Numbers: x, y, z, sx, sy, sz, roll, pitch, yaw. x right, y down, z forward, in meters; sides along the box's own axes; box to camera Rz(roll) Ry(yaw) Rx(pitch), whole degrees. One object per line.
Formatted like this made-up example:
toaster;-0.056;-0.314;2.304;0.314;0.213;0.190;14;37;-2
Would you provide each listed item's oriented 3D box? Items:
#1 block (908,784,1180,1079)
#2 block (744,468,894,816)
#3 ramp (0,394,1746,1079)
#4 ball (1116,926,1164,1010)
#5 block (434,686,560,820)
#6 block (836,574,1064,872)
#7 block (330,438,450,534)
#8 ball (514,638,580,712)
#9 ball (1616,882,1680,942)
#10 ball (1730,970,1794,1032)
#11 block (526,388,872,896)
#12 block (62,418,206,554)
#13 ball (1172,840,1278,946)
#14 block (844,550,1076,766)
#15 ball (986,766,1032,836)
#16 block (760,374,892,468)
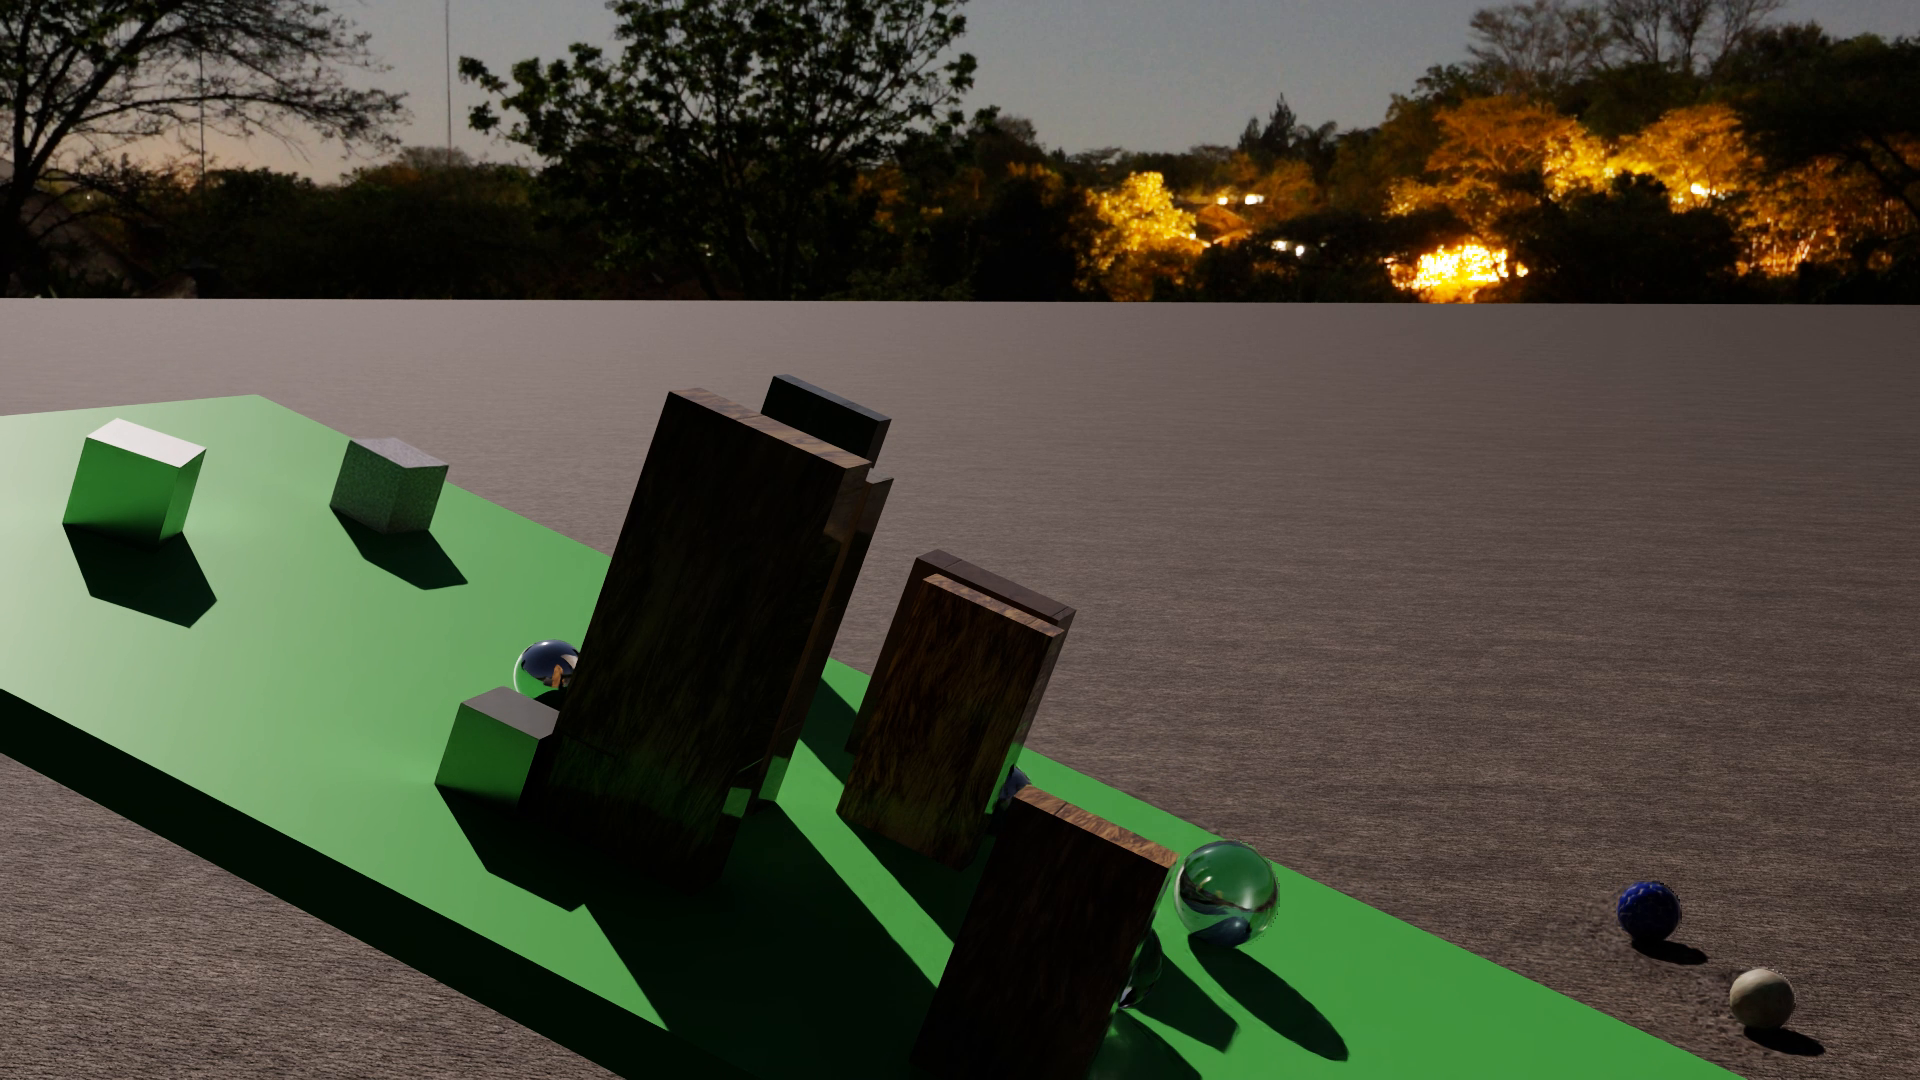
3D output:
block;0.126;0.637;3.340;0.255;0.459;0.084;24;13;13
block;-0.435;0.121;4.128;0.405;0.673;0.119;24;13;13
ramp;-0.318;0.571;4.201;4.000;0.100;2.000;24;13;13
ball;0.264;0.728;3.828;0.177;0.177;0.177;0;7;0
block;-0.775;0.363;3.765;0.153;0.153;0.153;23;13;12
block;-0.022;0.350;4.225;0.274;0.498;0.087;24;13;13
block;-1.291;-0.123;4.975;0.162;0.162;0.162;25;13;19
ball;-0.783;0.261;4.210;0.142;0.142;0.142;0;7;0
ball;1.910;1.033;6.103;0.167;0.167;0.167;0;7;0
ball;1.965;1.128;5.390;0.149;0.149;0.149;0;7;0
block;-0.442;0.169;3.676;0.327;0.775;0.124;24;13;13
block;-1.624;-0.108;4.332;0.182;0.182;0.182;19;13;-7
ball;0.520;0.694;4.314;0.206;0.206;0.206;0;7;0
block;0.000;0.295;4.614;0.326;0.446;0.148;24;13;13
ball;0.080;0.525;4.462;0.146;0.146;0.146;0;7;0
block;-0.393;-0.046;5.052;0.271;0.607;0.090;24;13;13
